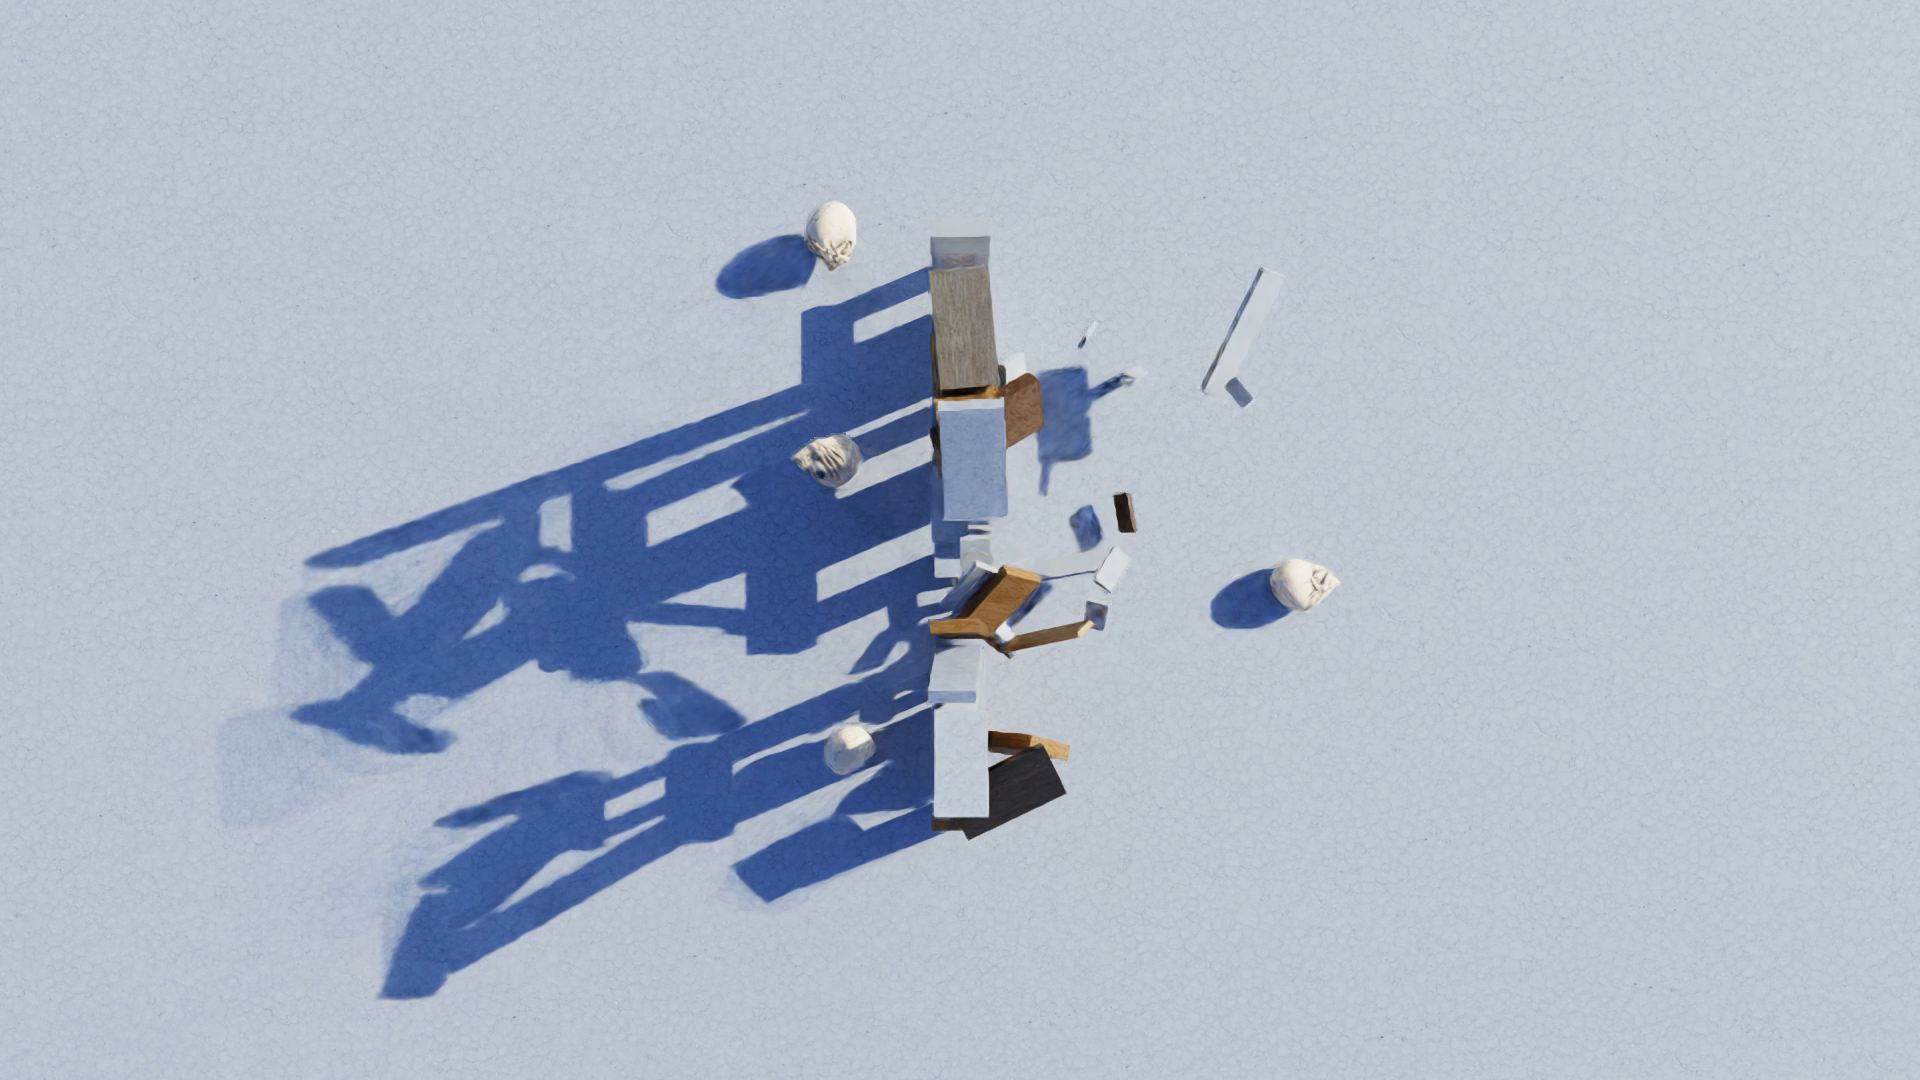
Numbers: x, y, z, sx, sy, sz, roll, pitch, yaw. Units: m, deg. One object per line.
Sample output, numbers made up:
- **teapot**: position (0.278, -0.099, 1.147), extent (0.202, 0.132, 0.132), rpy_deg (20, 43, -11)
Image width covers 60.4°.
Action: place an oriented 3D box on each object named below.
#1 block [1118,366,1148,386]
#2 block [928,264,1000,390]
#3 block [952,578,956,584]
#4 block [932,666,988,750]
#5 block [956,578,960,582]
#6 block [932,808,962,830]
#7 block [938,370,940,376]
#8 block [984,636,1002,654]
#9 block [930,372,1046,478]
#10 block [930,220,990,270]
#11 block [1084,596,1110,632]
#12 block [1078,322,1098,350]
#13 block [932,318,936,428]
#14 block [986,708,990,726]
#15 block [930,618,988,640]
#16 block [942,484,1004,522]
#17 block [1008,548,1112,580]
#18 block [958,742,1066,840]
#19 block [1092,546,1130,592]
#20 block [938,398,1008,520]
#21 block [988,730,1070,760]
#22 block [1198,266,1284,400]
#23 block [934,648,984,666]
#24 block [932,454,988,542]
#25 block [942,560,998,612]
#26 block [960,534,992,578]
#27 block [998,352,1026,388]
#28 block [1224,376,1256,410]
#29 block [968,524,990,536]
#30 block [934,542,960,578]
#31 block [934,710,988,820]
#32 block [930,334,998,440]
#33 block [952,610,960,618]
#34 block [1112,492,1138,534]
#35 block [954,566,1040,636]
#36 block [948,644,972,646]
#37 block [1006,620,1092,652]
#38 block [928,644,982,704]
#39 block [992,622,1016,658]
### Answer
- **block**: position (0.571, -0.539, 5.436), extent (0.049, 0.014, 0.097), rpy_deg (27, 48, 34)
- **block**: position (0.012, -0.559, 4.344), extent (0.156, 0.044, 0.312), rpy_deg (-5, 108, 2)
- **block**: position (-0.001, 0.117, 5.445), extent (0.057, 0.113, 0.016), rpy_deg (0, 66, 0)
- **block**: position (0.001, 0.470, 4.634), extent (0.145, 0.290, 0.041), rpy_deg (2, 133, 0)
- **block**: position (0.020, 0.146, 5.377), extent (0.057, 0.016, 0.113), rpy_deg (-6, 89, -16)
- **block**: position (-0.002, 0.891, 5.329), extent (0.170, 0.340, 0.048), rpy_deg (0, 87, 0)
- **block**: position (0.014, -0.556, 4.521), extent (0.156, 0.044, 0.312), rpy_deg (-7, 50, 3)
- **block**: position (0.099, 0.309, 5.383), extent (0.149, 0.063, 0.018), rpy_deg (43, 122, 20)
- **block**: position (0.079, -0.311, 4.563), extent (0.340, 0.170, 0.048), rpy_deg (-32, 48, -20)
- **block**: position (0.001, -0.734, 4.889), extent (0.156, 1.226, 0.044), rpy_deg (-2, 83, 0)
- **block**: position (0.425, 0.231, 5.153), extent (0.067, 0.134, 0.019), rpy_deg (13, 51, 8)
- **block**: position (0.389, -0.623, 5.025), extent (0.014, 0.097, 0.049), rpy_deg (34, 133, 2)
- **block**: position (0.003, -0.479, 4.822), extent (0.167, 0.047, 0.334), rpy_deg (0, 90, 0)
- **block**: position (0.011, 0.571, 5.259), extent (0.153, 0.481, 0.043), rpy_deg (4, 91, 0)
- **block**: position (0.001, 0.253, 4.655), extent (0.131, 0.263, 0.037), rpy_deg (-2, 83, 7)
- **block**: position (0.036, -0.228, 4.763), extent (0.173, 0.049, 0.346), rpy_deg (-1, 101, 0)
- **block**: position (0.328, 0.087, 5.491), extent (0.370, 0.018, 0.065), rpy_deg (-10, 90, 0)
- **block**: position (0.139, 0.780, 5.118), extent (0.340, 0.048, 0.170), rpy_deg (-26, 101, 0)
- **block**: position (0.490, 0.094, 5.331), extent (0.067, 0.019, 0.134), rpy_deg (36, 71, -8)
- **block**: position (0.036, -0.212, 4.350), extent (0.170, 0.048, 0.340), rpy_deg (-4, 126, 0)
- **block**: position (0.172, 0.658, 5.313), extent (0.170, 0.340, 0.048), rpy_deg (20, 75, -38)
- **block**: position (0.885, -0.646, 5.185), extent (0.091, 0.026, 0.427), rpy_deg (15, 109, -34)
- **block**: position (-0.001, 0.480, 4.997), extent (0.153, 0.043, 0.307), rpy_deg (0, 90, 0)
- **block**: position (0.001, -0.122, 4.984), extent (0.173, 0.346, 0.049), rpy_deg (1, 49, 0)
- **block**: position (0.036, 0.143, 4.918), extent (0.091, 0.026, 0.182), rpy_deg (23, 125, -26)
- **block**: position (0.047, 0.069, 4.918), extent (0.091, 0.026, 0.182), rpy_deg (-5, 122, -4)
- **block**: position (0.147, -0.425, 4.647), extent (0.027, 0.095, 0.190), rpy_deg (19, 127, 32)
- **block**: position (0.874, -0.461, 5.159), extent (0.049, 0.014, 0.097), rpy_deg (-41, 66, 14)
- **block**: position (0.058, 0.005, 5.076), extent (0.065, 0.131, 0.018), rpy_deg (3, 48, 0)
- **block**: position (0.000, -0.045, 5.154), extent (0.162, 0.046, 0.323), rpy_deg (0, 90, 0)
- **block**: position (0.003, 0.608, 4.469), extent (0.145, 0.041, 0.290), rpy_deg (0, 73, 0)
- **block**: position (0.014, -0.426, 4.478), extent (0.170, 0.407, 0.048), rpy_deg (-7, 134, 2)
- **block**: position (0.000, 0.244, 5.454), extent (0.046, 0.093, 0.013), rpy_deg (0, 75, 0)
- **block**: position (0.543, -0.089, 5.429), extent (0.018, 0.065, 0.131), rpy_deg (-15, 97, -38)
- **block**: position (0.110, 0.184, 4.928), extent (0.131, 0.037, 0.263), rpy_deg (14, 130, -37)
- **block**: position (0.002, 0.413, 5.337), extent (0.076, 0.022, 0.152), rpy_deg (0, 90, 0)
- **block**: position (0.275, 0.302, 5.169), extent (0.067, 0.380, 0.019), rpy_deg (-42, 104, -33)
- **block**: position (-0.012, 0.374, 4.622), extent (0.131, 0.272, 0.037), rpy_deg (-2, 113, 5)
- **block**: position (0.146, 0.317, 5.326), extent (0.125, 0.018, 0.063), rpy_deg (58, 48, -27)
